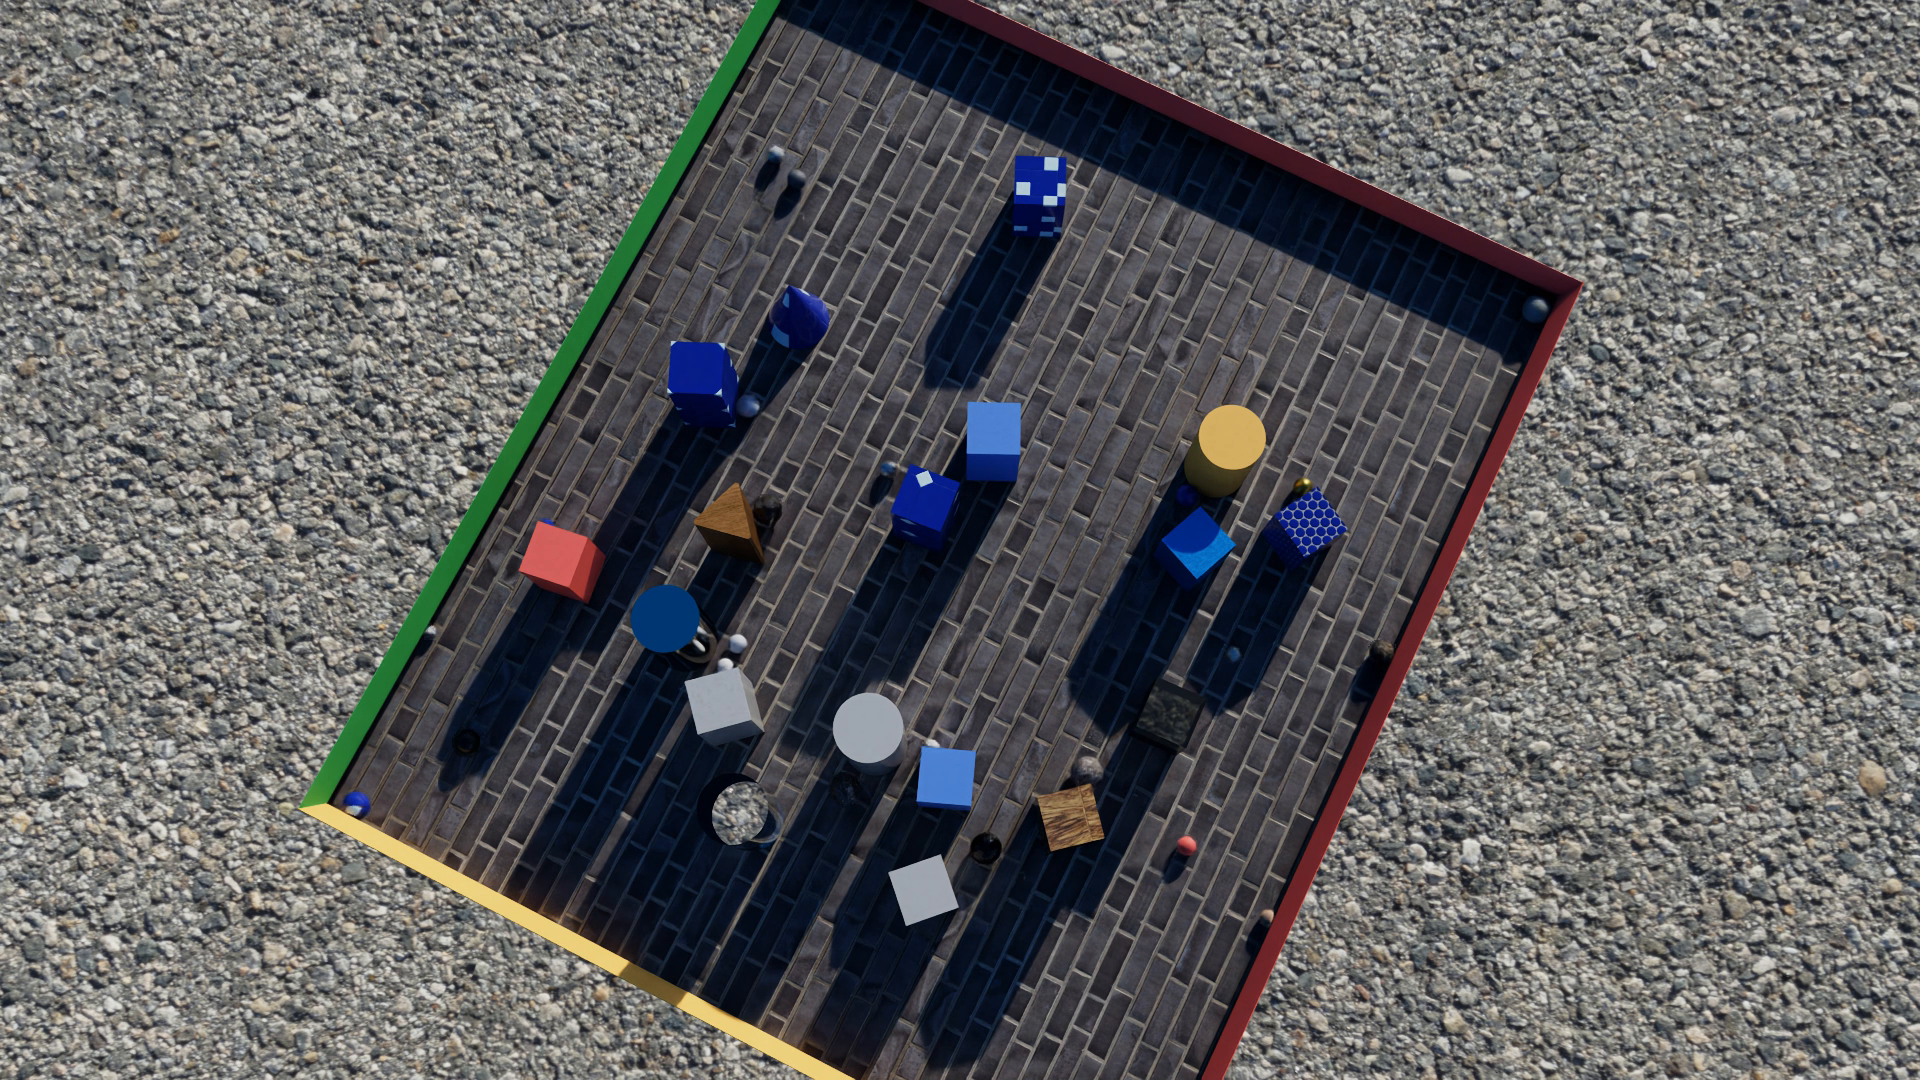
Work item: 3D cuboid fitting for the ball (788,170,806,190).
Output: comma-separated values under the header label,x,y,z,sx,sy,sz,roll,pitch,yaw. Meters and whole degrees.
label,x,y,z,sx,sy,sz,roll,pitch,yaw
ball,-0.518,-1.144,5.822,0.061,0.061,0.061,0,78,0

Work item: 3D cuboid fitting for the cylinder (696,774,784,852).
label,x,y,z,sx,sy,sz,roll,pitch,yaw
cylinder,-0.619,0.779,5.215,0.194,0.472,0.194,0,78,0

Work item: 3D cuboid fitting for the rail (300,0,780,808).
label,x,y,z,sx,sy,sz,roll,pitch,yaw
rail,-1.197,-0.579,5.671,0.045,0.126,3.162,26,80,5

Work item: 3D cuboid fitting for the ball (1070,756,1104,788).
label,x,y,z,sx,sy,sz,roll,pitch,yaw
ball,0.376,0.689,5.424,0.097,0.097,0.097,0,78,0

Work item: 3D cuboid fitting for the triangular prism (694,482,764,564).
label,x,y,z,sx,sy,sz,roll,pitch,yaw
triangular prism,-0.659,-0.057,5.429,0.168,0.390,0.146,16,79,3

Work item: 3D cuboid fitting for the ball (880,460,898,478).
label,x,y,z,sx,sy,sz,roll,pitch,yaw
ball,-0.216,-0.216,5.633,0.055,0.055,0.055,0,78,0

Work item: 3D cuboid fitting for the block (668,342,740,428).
label,x,y,z,sx,sy,sz,roll,pitch,yaw
block,-0.769,-0.463,5.519,0.155,0.378,0.155,2,78,0

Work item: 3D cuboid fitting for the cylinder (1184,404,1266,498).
label,x,y,z,sx,sy,sz,roll,pitch,yaw
cylinder,0.789,-0.262,5.487,0.194,0.360,0.194,0,78,0

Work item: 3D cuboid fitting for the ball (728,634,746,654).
label,x,y,z,sx,sy,sz,roll,pitch,yaw
ball,-0.672,0.313,5.522,0.059,0.059,0.059,0,78,0

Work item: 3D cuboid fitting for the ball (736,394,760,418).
label,x,y,z,sx,sy,sz,roll,pitch,yaw
ball,-0.656,-0.413,5.665,0.072,0.072,0.072,0,78,0

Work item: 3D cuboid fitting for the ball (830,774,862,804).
label,x,y,z,sx,sy,sz,roll,pitch,yaw
ball,-0.338,0.737,5.417,0.091,0.091,0.091,0,78,0

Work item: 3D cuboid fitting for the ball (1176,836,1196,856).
label,x,y,z,sx,sy,sz,roll,pitch,yaw
ball,0.668,0.902,5.401,0.056,0.056,0.056,0,78,0

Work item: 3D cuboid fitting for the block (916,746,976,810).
label,x,y,z,sx,sy,sz,roll,pitch,yaw
block,-0.039,0.698,5.342,0.155,0.254,0.155,5,78,1

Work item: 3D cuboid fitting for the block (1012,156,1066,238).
label,x,y,z,sx,sy,sz,roll,pitch,yaw
block,0.244,-1.065,5.699,0.155,0.270,0.155,2,78,0

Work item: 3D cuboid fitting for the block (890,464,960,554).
label,x,y,z,sx,sy,sz,roll,pitch,yaw
block,-0.100,-0.088,5.461,0.155,0.340,0.155,21,79,4

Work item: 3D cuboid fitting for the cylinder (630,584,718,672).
label,x,y,z,sx,sy,sz,roll,pitch,yaw
cylinder,-0.830,0.262,5.356,0.194,0.404,0.194,0,78,0

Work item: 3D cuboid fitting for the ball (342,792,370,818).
label,x,y,z,sx,sy,sz,roll,pitch,yaw
ball,-1.784,0.783,5.415,0.078,0.078,0.078,0,78,0

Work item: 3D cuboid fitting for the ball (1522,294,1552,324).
label,x,y,z,sx,sy,sz,roll,pitch,yaw
ball,1.799,-0.721,5.721,0.088,0.088,0.088,0,78,0

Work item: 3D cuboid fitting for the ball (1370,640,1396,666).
label,x,y,z,sx,sy,sz,roll,pitch,yaw
ball,1.269,0.340,5.507,0.076,0.076,0.076,0,78,0

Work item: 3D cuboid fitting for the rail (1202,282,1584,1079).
label,x,y,z,sx,sy,sz,roll,pitch,yaw
rail,1.197,0.593,5.428,0.045,0.126,3.162,26,80,5

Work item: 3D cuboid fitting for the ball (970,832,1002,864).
label,x,y,z,sx,sy,sz,roll,pitch,yaw
ball,0.077,0.906,5.381,0.094,0.094,0.094,0,78,0

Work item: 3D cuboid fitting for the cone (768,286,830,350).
label,x,y,z,sx,sy,sz,roll,pitch,yaw
cone,-0.508,-0.725,5.602,0.194,0.323,0.194,0,78,0

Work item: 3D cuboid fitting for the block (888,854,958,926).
label,x,y,z,sx,sy,sz,roll,pitch,yaw
block,-0.102,1.009,5.271,0.155,0.268,0.155,-19,79,-4

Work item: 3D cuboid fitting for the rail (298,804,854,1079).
label,x,y,z,sx,sy,sz,roll,pitch,yaw
rail,-0.696,1.371,5.267,2.724,0.126,0.045,26,80,5

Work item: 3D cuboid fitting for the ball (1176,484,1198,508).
label,x,y,z,sx,sy,sz,roll,pitch,yaw
ball,0.696,-0.135,5.608,0.071,0.071,0.071,0,78,0

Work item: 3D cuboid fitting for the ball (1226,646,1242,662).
label,x,y,z,sx,sy,sz,roll,pitch,yaw
ball,0.823,0.343,5.522,0.047,0.047,0.047,0,78,0

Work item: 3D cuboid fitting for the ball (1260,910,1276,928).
label,x,y,z,sx,sy,sz,roll,pitch,yaw
ball,0.902,1.109,5.360,0.052,0.052,0.052,0,78,0

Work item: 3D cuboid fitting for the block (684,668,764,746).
label,x,y,z,sx,sy,sz,roll,pitch,yaw
block,-0.682,0.488,5.334,0.155,0.356,0.155,-15,79,-3

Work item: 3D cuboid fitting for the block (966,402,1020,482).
label,x,y,z,sx,sy,sz,roll,pitch,yaw
block,0.099,-0.292,5.506,0.155,0.335,0.155,1,78,0

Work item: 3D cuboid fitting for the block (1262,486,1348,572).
label,x,y,z,sx,sy,sz,roll,pitch,yaw
block,1.031,-0.029,5.500,0.155,0.240,0.155,-33,80,-6

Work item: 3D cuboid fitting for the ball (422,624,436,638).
label,x,y,z,sx,sy,sz,roll,pitch,yaw
ball,-1.606,0.276,5.538,0.043,0.043,0.043,0,78,0

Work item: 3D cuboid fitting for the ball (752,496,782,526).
label,x,y,z,sx,sy,sz,roll,pitch,yaw
ball,-0.587,-0.090,5.589,0.091,0.091,0.091,0,78,0

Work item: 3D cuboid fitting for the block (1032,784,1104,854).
label,x,y,z,sx,sy,sz,roll,pitch,yaw
block,0.309,0.808,5.279,0.155,0.334,0.155,-13,79,-3

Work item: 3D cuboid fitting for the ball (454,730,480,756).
label,x,y,z,sx,sy,sz,roll,pitch,yaw
ball,-1.466,0.602,5.453,0.076,0.076,0.076,0,78,0

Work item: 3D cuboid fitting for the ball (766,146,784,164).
label,x,y,z,sx,sy,sz,roll,pitch,yaw
ball,-0.587,-1.226,5.841,0.057,0.057,0.057,0,78,0

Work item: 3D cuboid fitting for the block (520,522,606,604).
label,x,y,z,sx,sy,sz,roll,pitch,yaw
block,-1.180,0.069,5.458,0.155,0.282,0.155,18,79,4

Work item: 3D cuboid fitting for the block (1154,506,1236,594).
label,x,y,z,sx,sy,sz,roll,pitch,yaw
block,0.699,0.031,5.488,0.155,0.240,0.155,-40,81,-8

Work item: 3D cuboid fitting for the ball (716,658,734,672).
label,x,y,z,sx,sy,sz,roll,pitch,yaw
ball,-0.708,0.381,5.511,0.053,0.053,0.053,0,78,0

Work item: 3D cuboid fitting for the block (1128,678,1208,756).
label,x,y,z,sx,sy,sz,roll,pitch,yaw
block,0.607,0.520,5.377,0.155,0.259,0.155,24,79,5

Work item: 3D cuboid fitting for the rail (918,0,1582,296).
label,x,y,z,sx,sy,sz,roll,pitch,yaw
rail,0.696,-1.357,5.832,2.724,0.126,0.045,26,80,5

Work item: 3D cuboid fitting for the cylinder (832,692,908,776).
label,x,y,z,sx,sy,sz,roll,pitch,yaw
cylinder,-0.253,0.563,5.270,0.194,0.450,0.194,0,78,0

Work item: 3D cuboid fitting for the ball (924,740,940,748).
label,x,y,z,sx,sy,sz,roll,pitch,yaw
ball,-0.084,0.616,5.466,0.046,0.046,0.046,0,78,0

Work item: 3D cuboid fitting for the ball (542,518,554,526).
label,x,y,z,sx,sy,sz,roll,pitch,yaw
ball,-1.263,-0.042,5.602,0.046,0.046,0.046,0,78,0

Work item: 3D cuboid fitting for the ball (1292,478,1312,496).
label,x,y,z,sx,sy,sz,roll,pitch,yaw
ball,1.051,-0.160,5.619,0.060,0.060,0.060,0,78,0
